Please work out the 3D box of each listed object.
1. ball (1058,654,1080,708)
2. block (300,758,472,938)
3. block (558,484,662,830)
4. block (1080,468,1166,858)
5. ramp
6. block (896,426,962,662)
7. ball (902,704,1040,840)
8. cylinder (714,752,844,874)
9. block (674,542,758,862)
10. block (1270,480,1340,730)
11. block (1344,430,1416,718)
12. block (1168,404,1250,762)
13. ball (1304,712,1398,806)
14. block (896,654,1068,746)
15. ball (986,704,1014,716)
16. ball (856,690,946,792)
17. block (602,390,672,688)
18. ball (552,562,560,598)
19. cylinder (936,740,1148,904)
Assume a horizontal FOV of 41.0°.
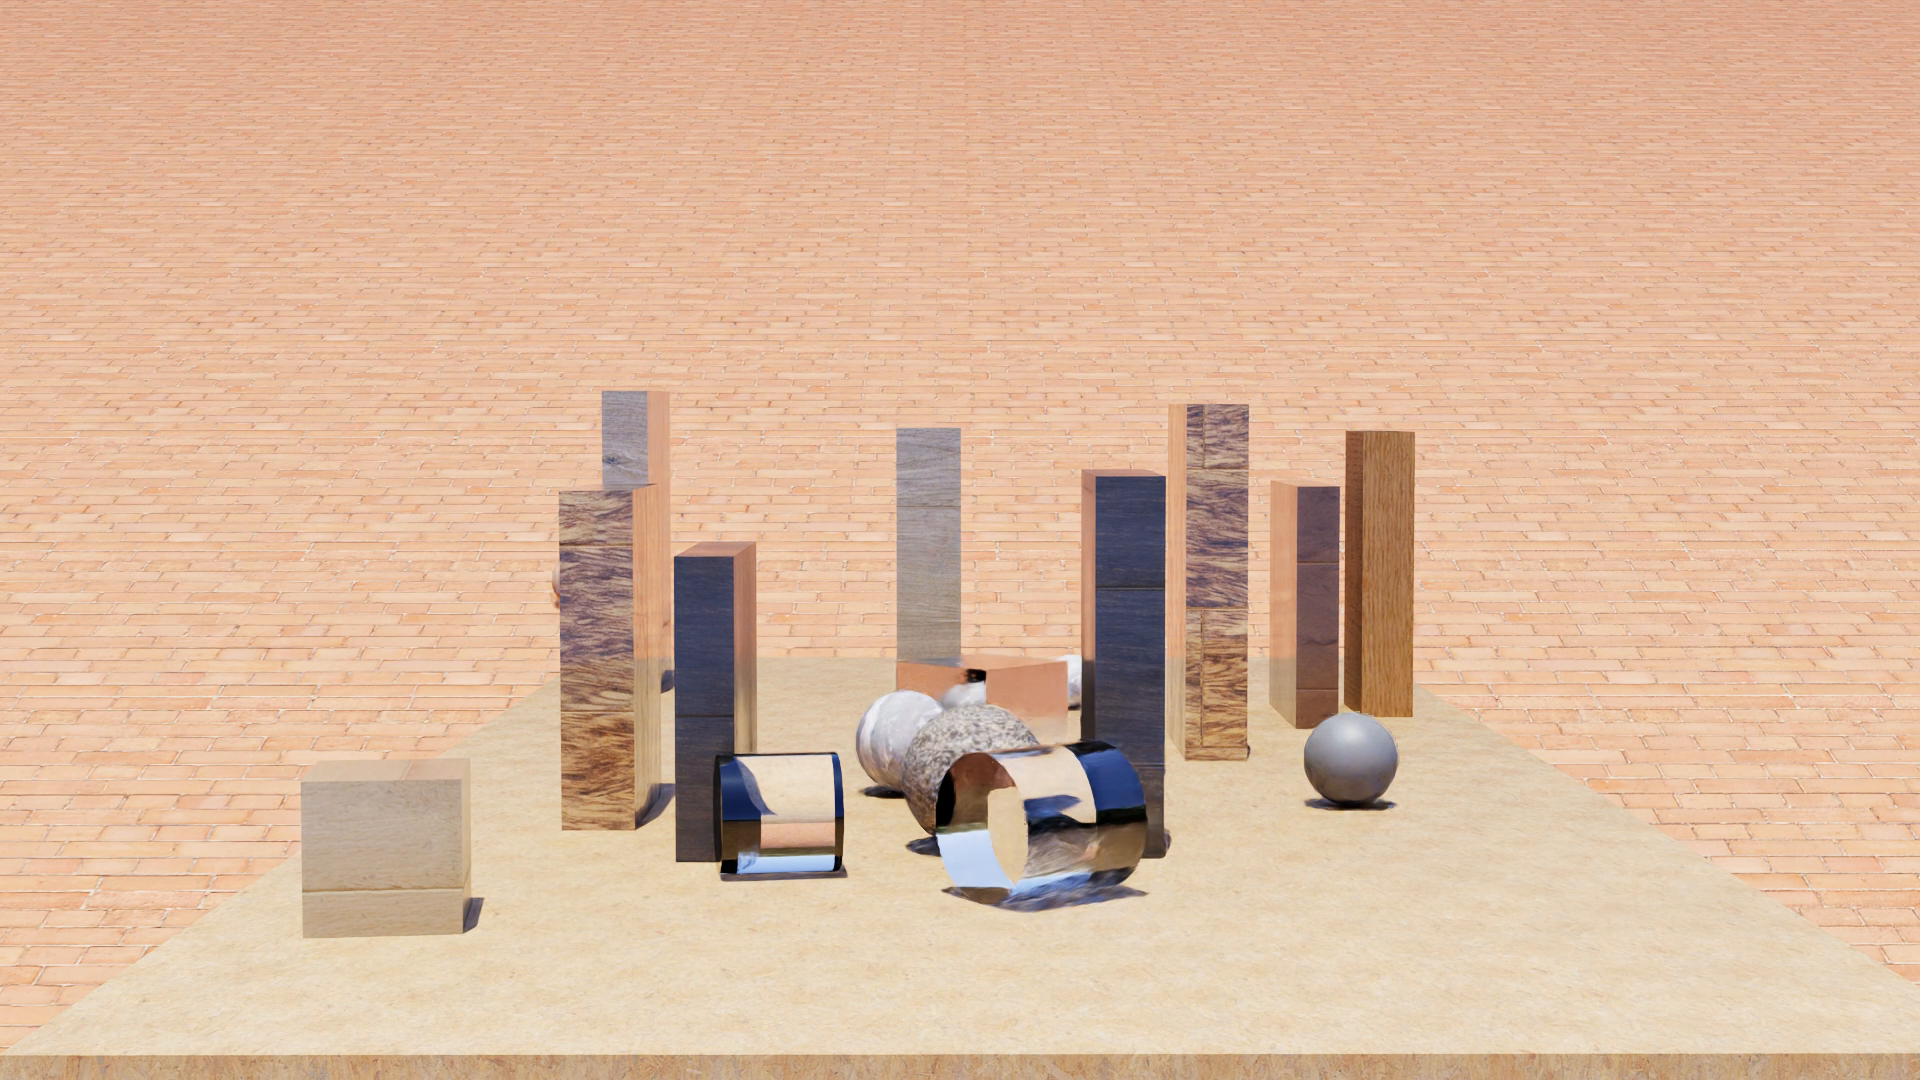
[{"bbox_3d":[0.239,0.298,5.427,0.115,0.115,0.115,0,22,0],"label":"ball"},{"bbox_3d":[-0.707,0.378,3.184,0.189,0.189,0.189,0,3,-8],"label":"block"},{"bbox_3d":[-0.545,0.172,4.028,0.110,0.512,0.351,0,3,0],"label":"block"},{"bbox_3d":[0.239,0.169,3.818,0.099,0.539,0.408,0,3,0],"label":"block"},{"bbox_3d":[0.050,0.452,4.532,2.000,0.100,4.000,0,3,0],"label":"ramp"},{"bbox_3d":[-0.068,0.040,5.817,0.141,0.589,0.411,0,3,0],"label":"block"},{"bbox_3d":[0.021,0.341,3.697,0.209,0.209,0.209,0,22,0],"label":"ball"},{"bbox_3d":[-0.250,0.373,3.520,0.164,0.164,0.164,-1,21,-10],"label":"cylinder"},{"bbox_3d":[-0.357,0.226,3.790,0.083,0.429,0.410,0,3,0],"label":"block"},{"bbox_3d":[0.704,0.123,5.274,0.084,0.479,0.433,0,3,0],"label":"block"},{"bbox_3d":[0.874,0.065,5.367,0.105,0.584,0.240,0,3,0],"label":"block"},{"bbox_3d":[0.459,0.067,4.796,0.111,0.641,0.397,0,3,0],"label":"block"},{"bbox_3d":[0.622,0.350,4.097,0.149,0.149,0.149,0,22,0],"label":"ball"},{"bbox_3d":[0.038,0.308,4.369,0.205,0.205,0.205,3,4,43],"label":"block"},{"bbox_3d":[0.038,0.343,4.129,0.159,0.159,0.159,0,22,0],"label":"ball"},{"bbox_3d":[-0.088,0.332,4.233,0.168,0.168,0.168,0,22,0],"label":"ball"},{"bbox_3d":[-0.728,0.000,5.807,0.099,0.671,0.440,0,3,0],"label":"block"},{"bbox_3d":[-1.053,0.109,7.070,0.142,0.142,0.142,0,22,0],"label":"ball"},{"bbox_3d":[0.105,0.366,3.346,0.196,0.196,0.196,-2,19,-37],"label":"cylinder"}]
